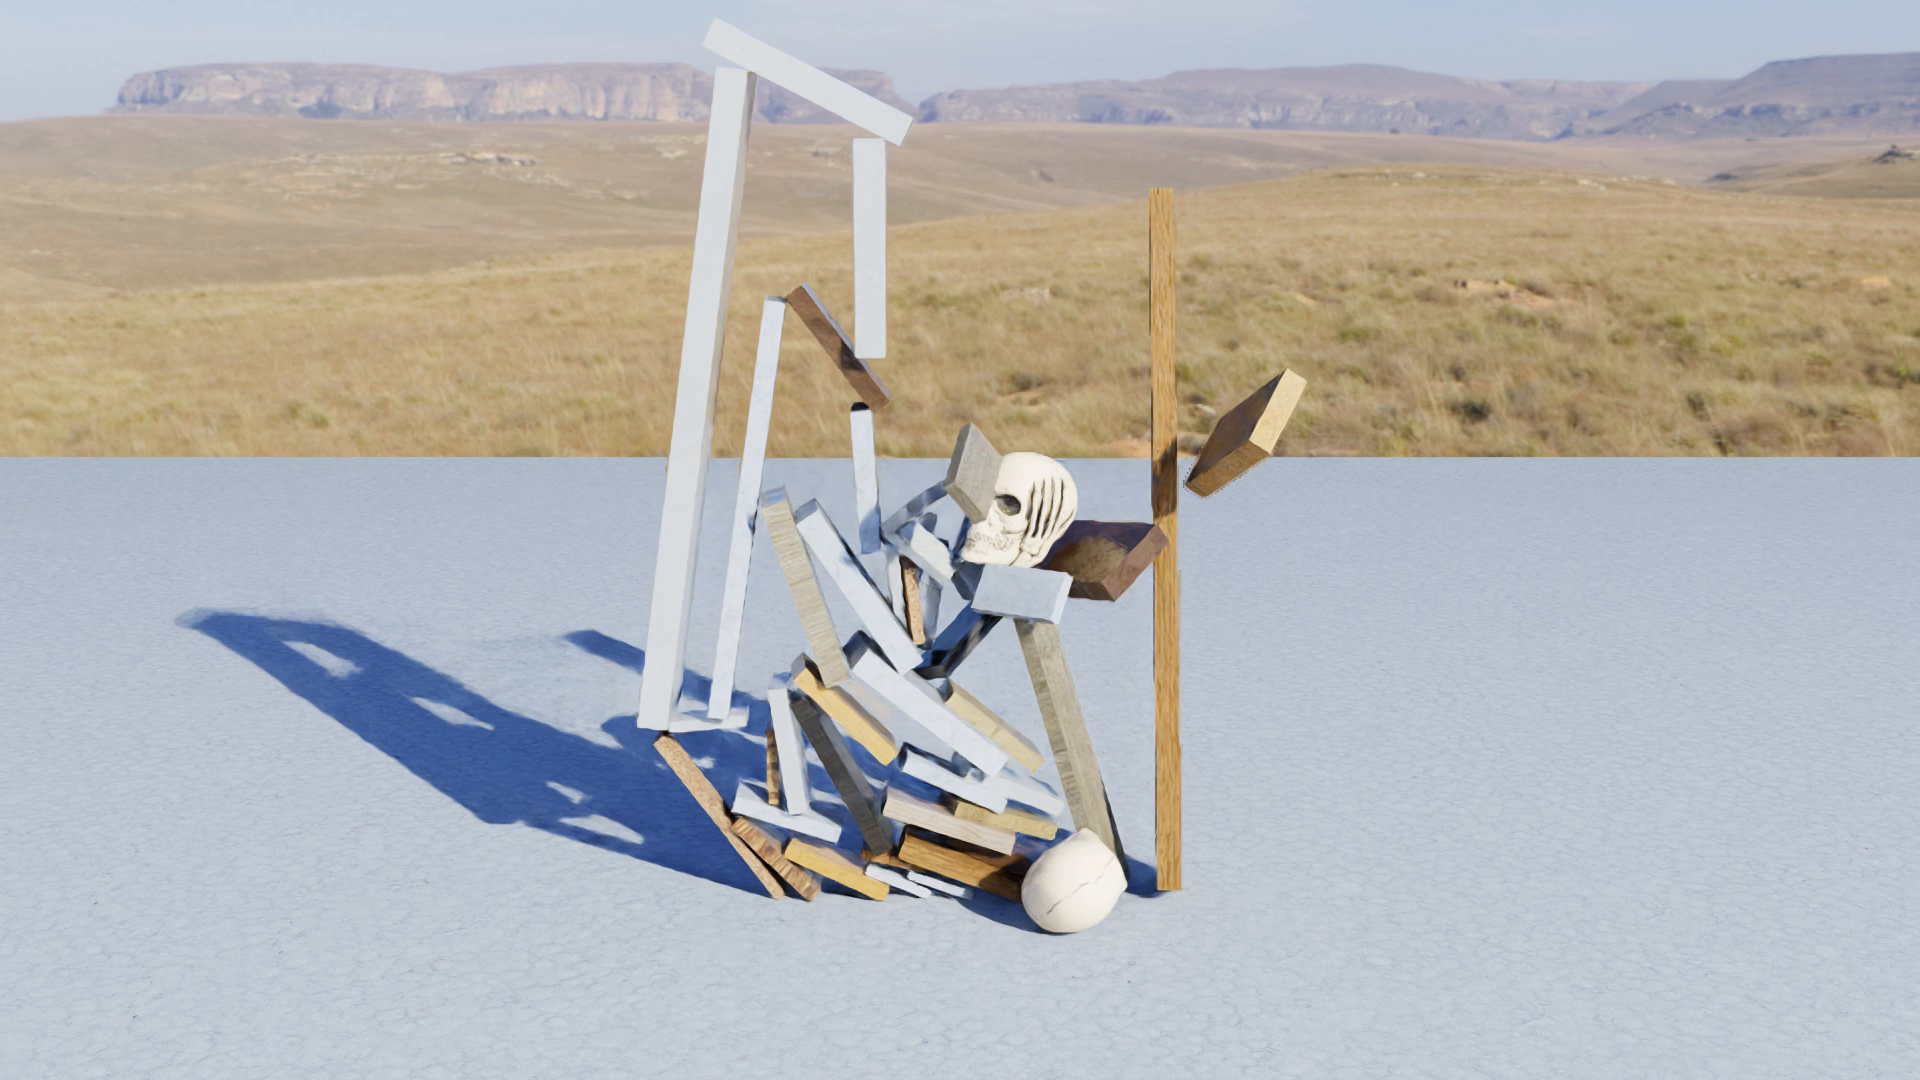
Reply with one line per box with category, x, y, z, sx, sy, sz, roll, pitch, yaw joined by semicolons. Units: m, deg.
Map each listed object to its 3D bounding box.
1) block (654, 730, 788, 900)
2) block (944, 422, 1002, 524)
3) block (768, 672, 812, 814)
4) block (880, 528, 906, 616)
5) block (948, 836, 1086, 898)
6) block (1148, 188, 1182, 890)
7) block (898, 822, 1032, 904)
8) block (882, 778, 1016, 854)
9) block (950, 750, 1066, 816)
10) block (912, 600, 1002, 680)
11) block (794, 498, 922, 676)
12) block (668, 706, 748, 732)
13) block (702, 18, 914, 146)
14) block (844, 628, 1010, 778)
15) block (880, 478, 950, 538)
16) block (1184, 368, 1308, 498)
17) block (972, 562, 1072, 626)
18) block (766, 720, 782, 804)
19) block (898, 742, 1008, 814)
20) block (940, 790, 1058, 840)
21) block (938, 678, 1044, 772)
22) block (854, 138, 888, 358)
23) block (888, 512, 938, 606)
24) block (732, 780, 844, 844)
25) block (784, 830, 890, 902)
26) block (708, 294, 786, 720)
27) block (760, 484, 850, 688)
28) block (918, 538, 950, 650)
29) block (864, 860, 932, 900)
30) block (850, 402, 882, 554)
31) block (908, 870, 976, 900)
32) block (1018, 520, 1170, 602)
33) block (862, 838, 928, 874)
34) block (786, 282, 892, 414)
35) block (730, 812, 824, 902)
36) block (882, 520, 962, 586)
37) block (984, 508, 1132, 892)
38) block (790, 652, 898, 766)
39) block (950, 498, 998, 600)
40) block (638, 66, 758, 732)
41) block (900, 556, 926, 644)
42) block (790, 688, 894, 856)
block;-0.396;0.454;3.643;0.018;0.332;0.063;-36;8;6
block;0.021;-0.101;3.309;0.022;0.079;0.158;-28;27;28
block;-0.279;0.333;3.618;0.030;0.211;0.106;-9;11;2
block;-0.109;0.051;3.576;0.018;0.131;0.065;-9;29;-6
block;0.099;0.529;3.686;0.222;0.031;0.111;21;9;9
block;0.342;-0.001;3.675;0.039;1.153;0.138;-1;0;4
block;0.008;0.535;3.662;0.222;0.031;0.111;21;11;-3
block;-0.020;0.459;3.651;0.222;0.031;0.111;18;9;-6
block;0.079;0.404;3.673;0.182;0.026;0.091;24;7;-20
block;0.006;0.159;3.708;0.194;0.027;0.097;-47;18;-27
block;-0.166;0.074;3.571;0.042;0.298;0.149;-34;11;1
block;-0.412;0.295;3.614;0.125;0.018;0.063;-5;10;0
block;-0.232;-0.711;3.422;0.335;0.047;0.167;26;10;-5
block;-0.058;0.268;3.617;0.298;0.042;0.149;38;4;-14
block;-0.061;-0.054;3.425;0.079;0.022;0.158;-31;-2;-29
block;0.451;-0.166;3.492;0.039;0.138;0.275;32;-19;-6
block;0.097;0.084;3.459;0.158;0.079;0.022;7;-18;38
block;-0.306;0.367;3.628;0.018;0.125;0.063;-1;11;0
block;-0.013;0.393;3.638;0.182;0.026;0.091;25;8;-10
block;0.065;0.454;3.671;0.182;0.026;0.091;16;9;-19
block;0.051;0.308;3.663;0.193;0.027;0.097;38;4;-13
block;-0.140;-0.464;3.470;0.047;0.335;0.167;0;11;-1
block;-0.083;0.040;3.727;0.024;0.085;0.171;25;49;-12
block;-0.285;0.451;3.649;0.181;0.026;0.090;18;10;-5
block;-0.203;0.539;3.663;0.181;0.026;0.090;25;9;-5
block;-0.344;-0.052;3.557;0.032;0.681;0.114;8;10;-5
block;-0.252;0.074;3.568;0.042;0.311;0.149;-19;12;-2
block;-0.046;0.091;3.687;0.024;0.171;0.086;9;-18;-3
block;-0.103;0.561;3.664;0.113;0.016;0.056;22;10;-4
block;-0.150;-0.102;3.547;0.032;0.229;0.114;-4;11;0
block;-0.029;0.566;3.662;0.113;0.016;0.056;19;12;3
block;0.205;0.031;3.538;0.138;0.039;0.275;-46;22;-21
block;-0.107;0.525;3.657;0.113;0.016;0.056;13;11;-3
block;-0.193;-0.309;3.507;0.032;0.229;0.114;-36;8;6
block;-0.303;0.518;3.659;0.181;0.026;0.090;44;7;-8
block;-0.061;0.012;3.533;0.131;0.018;0.065;40;34;-3
block;0.164;0.264;3.706;0.027;0.655;0.097;-18;-4;27
block;-0.191;0.276;3.612;0.211;0.030;0.106;44;4;-13
block;0.026;0.007;3.732;0.024;0.086;0.171;2;54;27
block;-0.420;-0.222;3.514;0.047;1.048;0.167;8;11;-2
block;-0.079;0.098;3.589;0.018;0.131;0.065;-10;19;-8
block;-0.193;0.378;3.627;0.030;0.290;0.106;-28;9;5
